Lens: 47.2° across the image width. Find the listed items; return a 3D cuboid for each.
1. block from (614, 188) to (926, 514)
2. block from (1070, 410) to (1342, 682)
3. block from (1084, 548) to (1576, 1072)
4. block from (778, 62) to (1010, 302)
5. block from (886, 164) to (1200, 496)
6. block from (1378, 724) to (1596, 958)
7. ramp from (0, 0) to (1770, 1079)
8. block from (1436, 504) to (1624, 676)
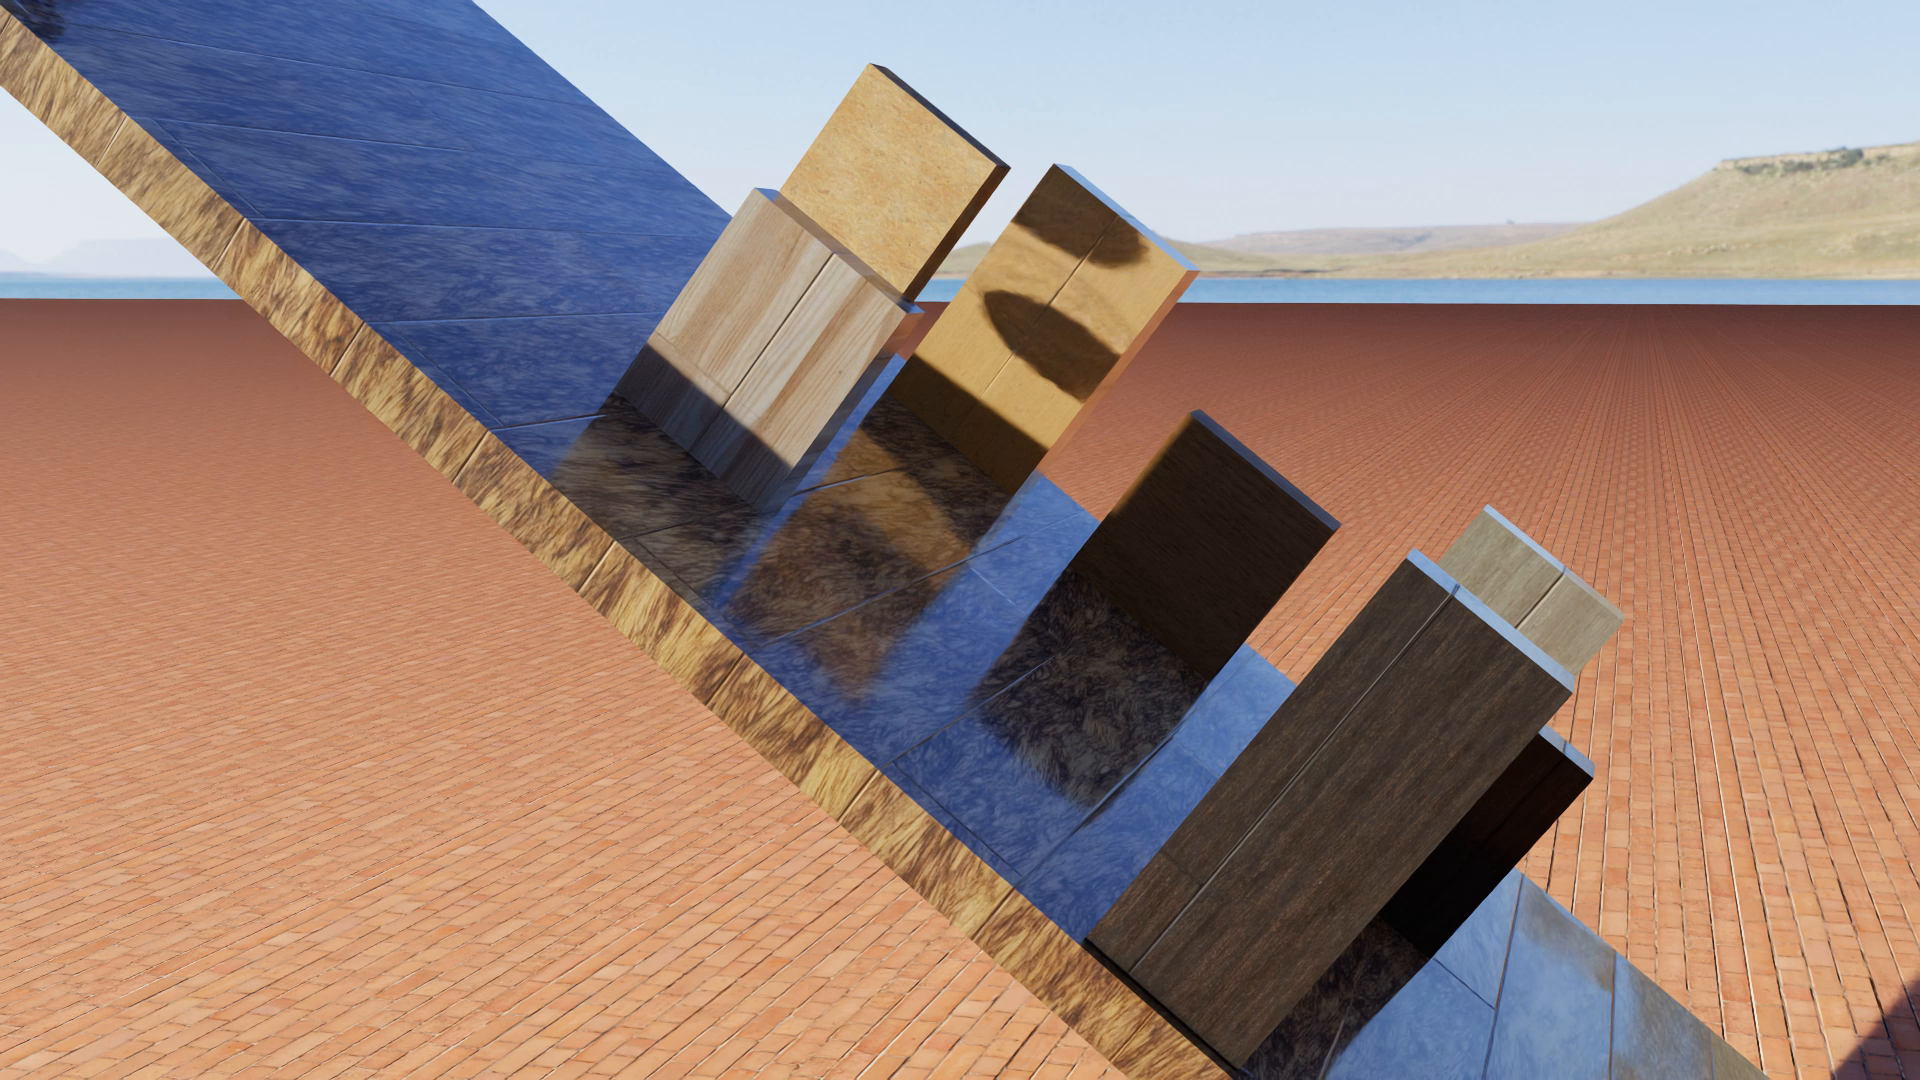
[{"bbox_3d":[-0.316,-0.311,3.620,0.328,0.415,0.096,40,16,9],"label":"block"},{"bbox_3d":[0.501,0.009,4.505,0.374,0.401,0.127,40,16,9],"label":"block"},{"bbox_3d":[0.491,0.365,2.960,0.270,0.690,0.114,40,16,9],"label":"block"},{"bbox_3d":[-0.213,-0.571,4.226,0.316,0.602,0.104,40,16,9],"label":"block"},{"bbox_3d":[0.176,-0.448,4.709,0.363,0.606,0.146,40,16,9],"label":"block"},{"bbox_3d":[0.814,0.431,3.932,0.438,0.437,0.118,40,16,9],"label":"block"},{"bbox_3d":[-0.033,0.088,4.055,4.000,0.100,2.000,40,16,9],"label":"ramp"},{"bbox_3d":[0.729,0.309,3.576,0.275,0.719,0.094,40,16,9],"label":"block"}]
